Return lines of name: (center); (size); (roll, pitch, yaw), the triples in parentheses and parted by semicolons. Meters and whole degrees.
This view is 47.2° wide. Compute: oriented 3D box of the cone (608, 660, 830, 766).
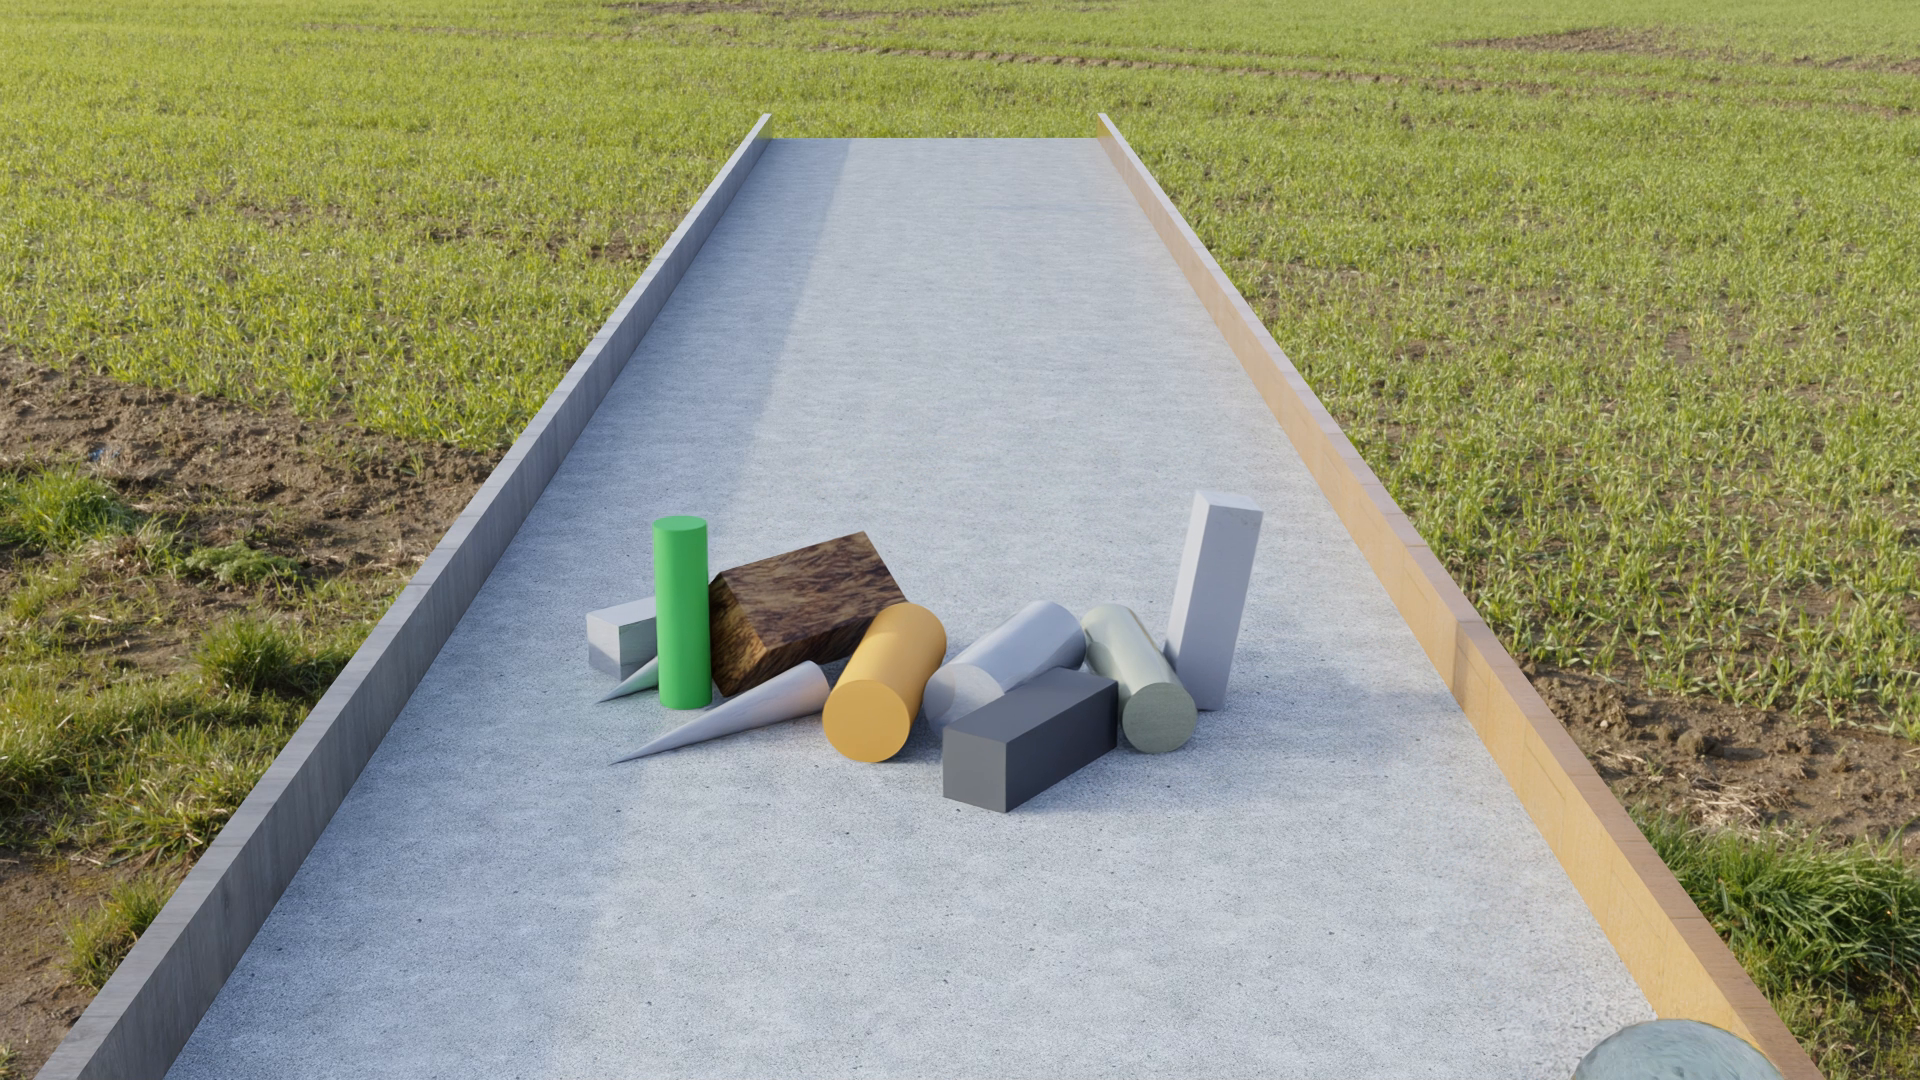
cone: (-0.450, 0.337, 4.004); (0.448, 0.102, 0.102); (-19, 25, -33)

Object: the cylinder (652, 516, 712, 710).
cylinder: (-0.522, 0.137, 4.147); (0.101, 0.352, 0.101); (0, 16, 0)

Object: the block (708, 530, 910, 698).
block: (-0.321, 0.142, 4.303); (0.379, 0.180, 0.180); (-17, 68, -44)

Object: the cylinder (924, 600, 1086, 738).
cylinder: (0.089, 0.248, 4.097); (0.167, 0.167, 0.389); (7, 18, 23)

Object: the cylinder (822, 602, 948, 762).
cylinder: (-0.134, 0.258, 4.083); (0.157, 0.157, 0.436); (2, 17, 8)

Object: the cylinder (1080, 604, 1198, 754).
cylinder: (0.326, 0.254, 4.135); (0.136, 0.136, 0.451); (-2, 17, -7)

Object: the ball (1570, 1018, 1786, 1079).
ball: (0.813, 0.677, 2.479); (0.270, 0.270, 0.270); (0, 17, 0)

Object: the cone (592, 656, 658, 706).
cone: (-0.571, 0.248, 4.286); (0.122, 0.122, 0.365); (16, 32, 42)

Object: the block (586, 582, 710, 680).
block: (-0.579, 0.177, 4.435); (0.334, 0.111, 0.111); (-15, 22, -41)

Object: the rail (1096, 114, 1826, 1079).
rail: (0.932, -0.844, 7.801); (0.050, 0.150, 12.000); (0, 17, -1)

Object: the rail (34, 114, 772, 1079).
rail: (-1.118, -0.838, 7.780); (0.050, 0.150, 12.000); (0, 17, -1)

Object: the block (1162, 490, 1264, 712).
block: (0.468, 0.114, 4.132); (0.104, 0.394, 0.104); (7, 15, -10)

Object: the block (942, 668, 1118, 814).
block: (0.127, 0.345, 3.842); (0.128, 0.128, 0.365); (11, 20, 33)
